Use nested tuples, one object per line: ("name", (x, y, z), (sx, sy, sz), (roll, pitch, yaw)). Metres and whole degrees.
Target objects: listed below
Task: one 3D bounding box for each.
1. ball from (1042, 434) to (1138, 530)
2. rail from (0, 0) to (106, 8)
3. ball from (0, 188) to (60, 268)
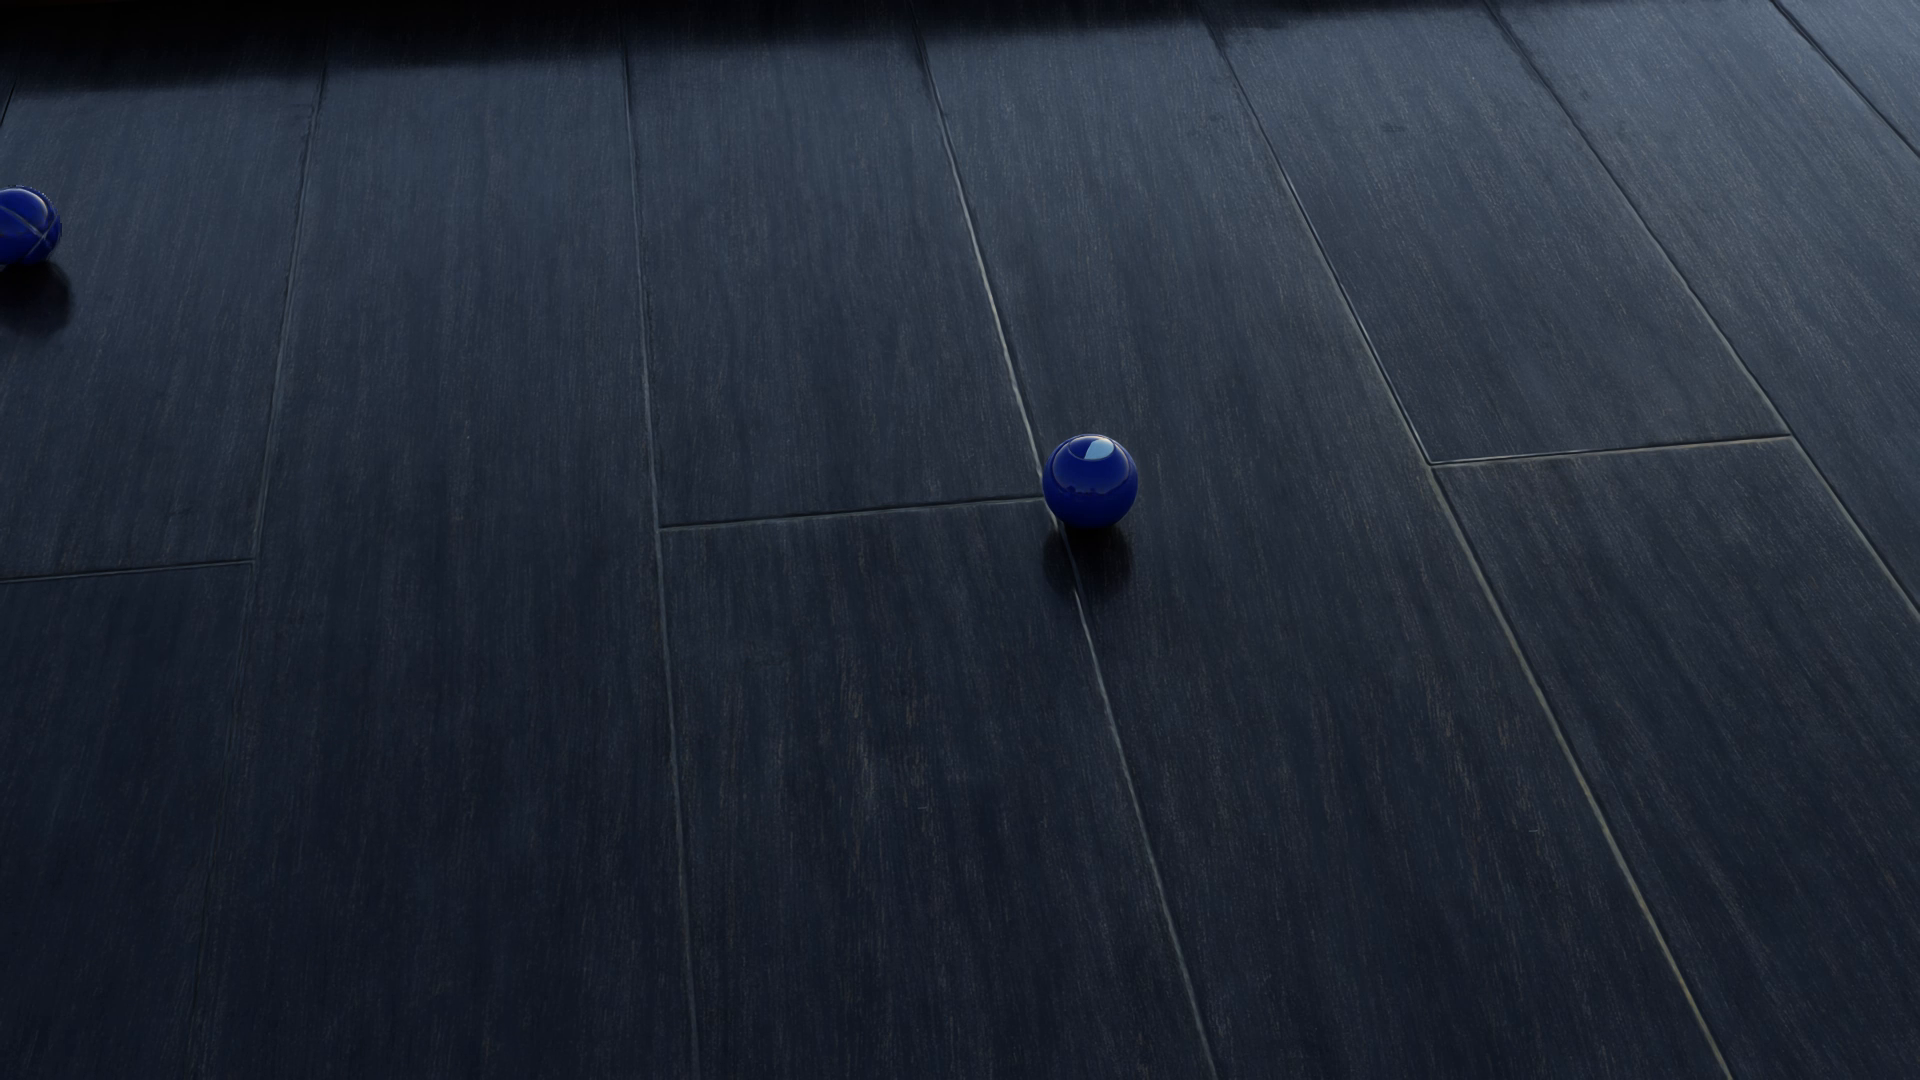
("ball", (0.082, -0.036, 1.608), (0.061, 0.061, 0.061), (0, 37, 0))
("rail", (0.724, -0.612, 2.364), (3.425, 0.082, 0.045), (-5, 37, -6))
("ball", (-0.687, -0.228, 1.868), (0.058, 0.058, 0.058), (0, 37, 0))
